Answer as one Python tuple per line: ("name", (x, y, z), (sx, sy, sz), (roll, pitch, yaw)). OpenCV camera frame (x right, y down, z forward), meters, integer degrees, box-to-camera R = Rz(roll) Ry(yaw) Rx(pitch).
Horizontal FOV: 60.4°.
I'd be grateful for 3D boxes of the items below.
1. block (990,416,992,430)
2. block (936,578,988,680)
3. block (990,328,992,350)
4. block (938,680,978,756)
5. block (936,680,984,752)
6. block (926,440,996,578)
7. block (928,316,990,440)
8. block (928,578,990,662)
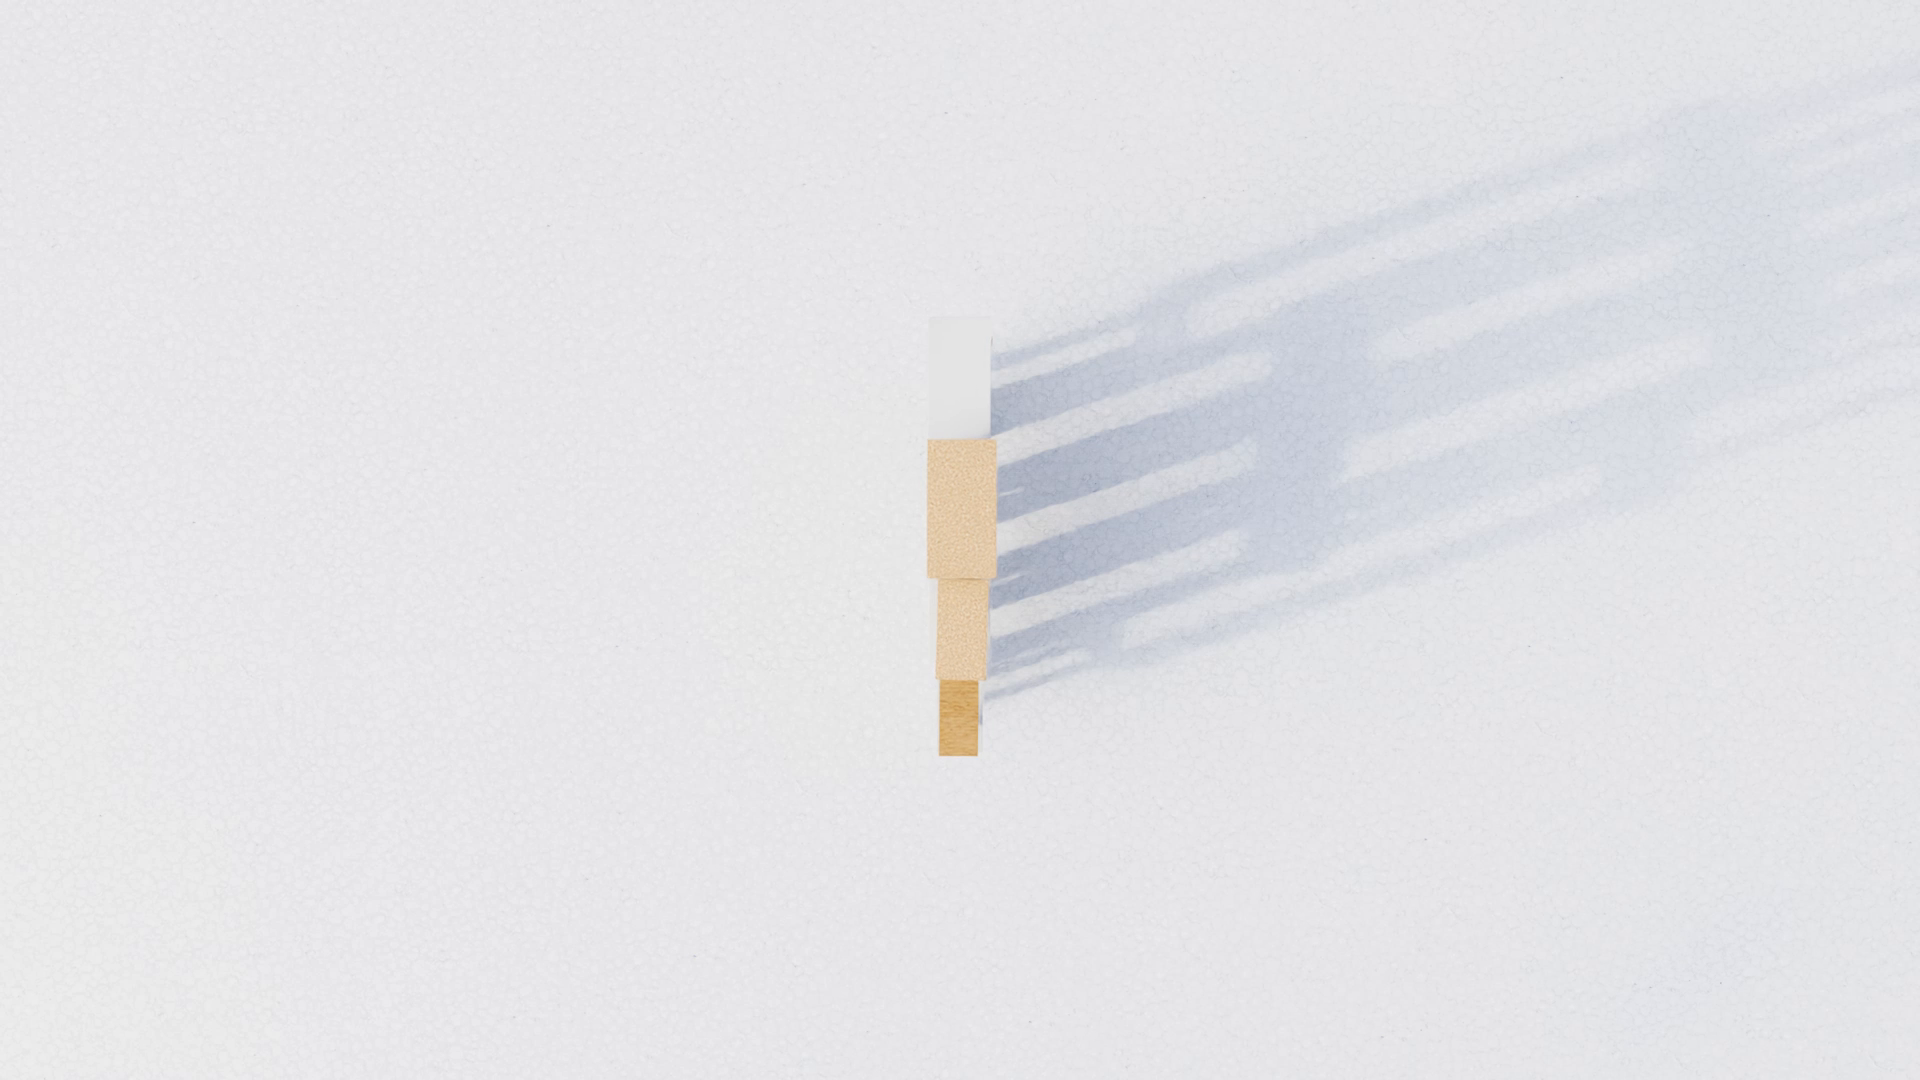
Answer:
("block", (0.003, -0.313, 4.427), (0.159, 0.318, 0.045), (1, 92, 1))
("block", (0.005, 0.229, 4.235), (0.130, 0.037, 0.259), (2, 90, 0))
("block", (-0.001, -0.523, 4.559), (0.159, 0.548, 0.045), (-5, 90, -1))
("block", (-0.003, 0.468, 4.369), (0.103, 0.029, 0.207), (1, 90, 0))
("block", (0.001, 0.493, 4.901), (0.137, 0.039, 0.274), (0, 90, 0))
("block", (0.005, -0.077, 4.140), (0.174, 0.049, 0.348), (0, 90, 0))
("block", (-0.002, -0.415, 4.250), (0.159, 0.045, 0.318), (0, 86, 1))
("block", (-0.001, 0.173, 4.798), (0.179, 0.051, 0.357), (0, 90, 0))
